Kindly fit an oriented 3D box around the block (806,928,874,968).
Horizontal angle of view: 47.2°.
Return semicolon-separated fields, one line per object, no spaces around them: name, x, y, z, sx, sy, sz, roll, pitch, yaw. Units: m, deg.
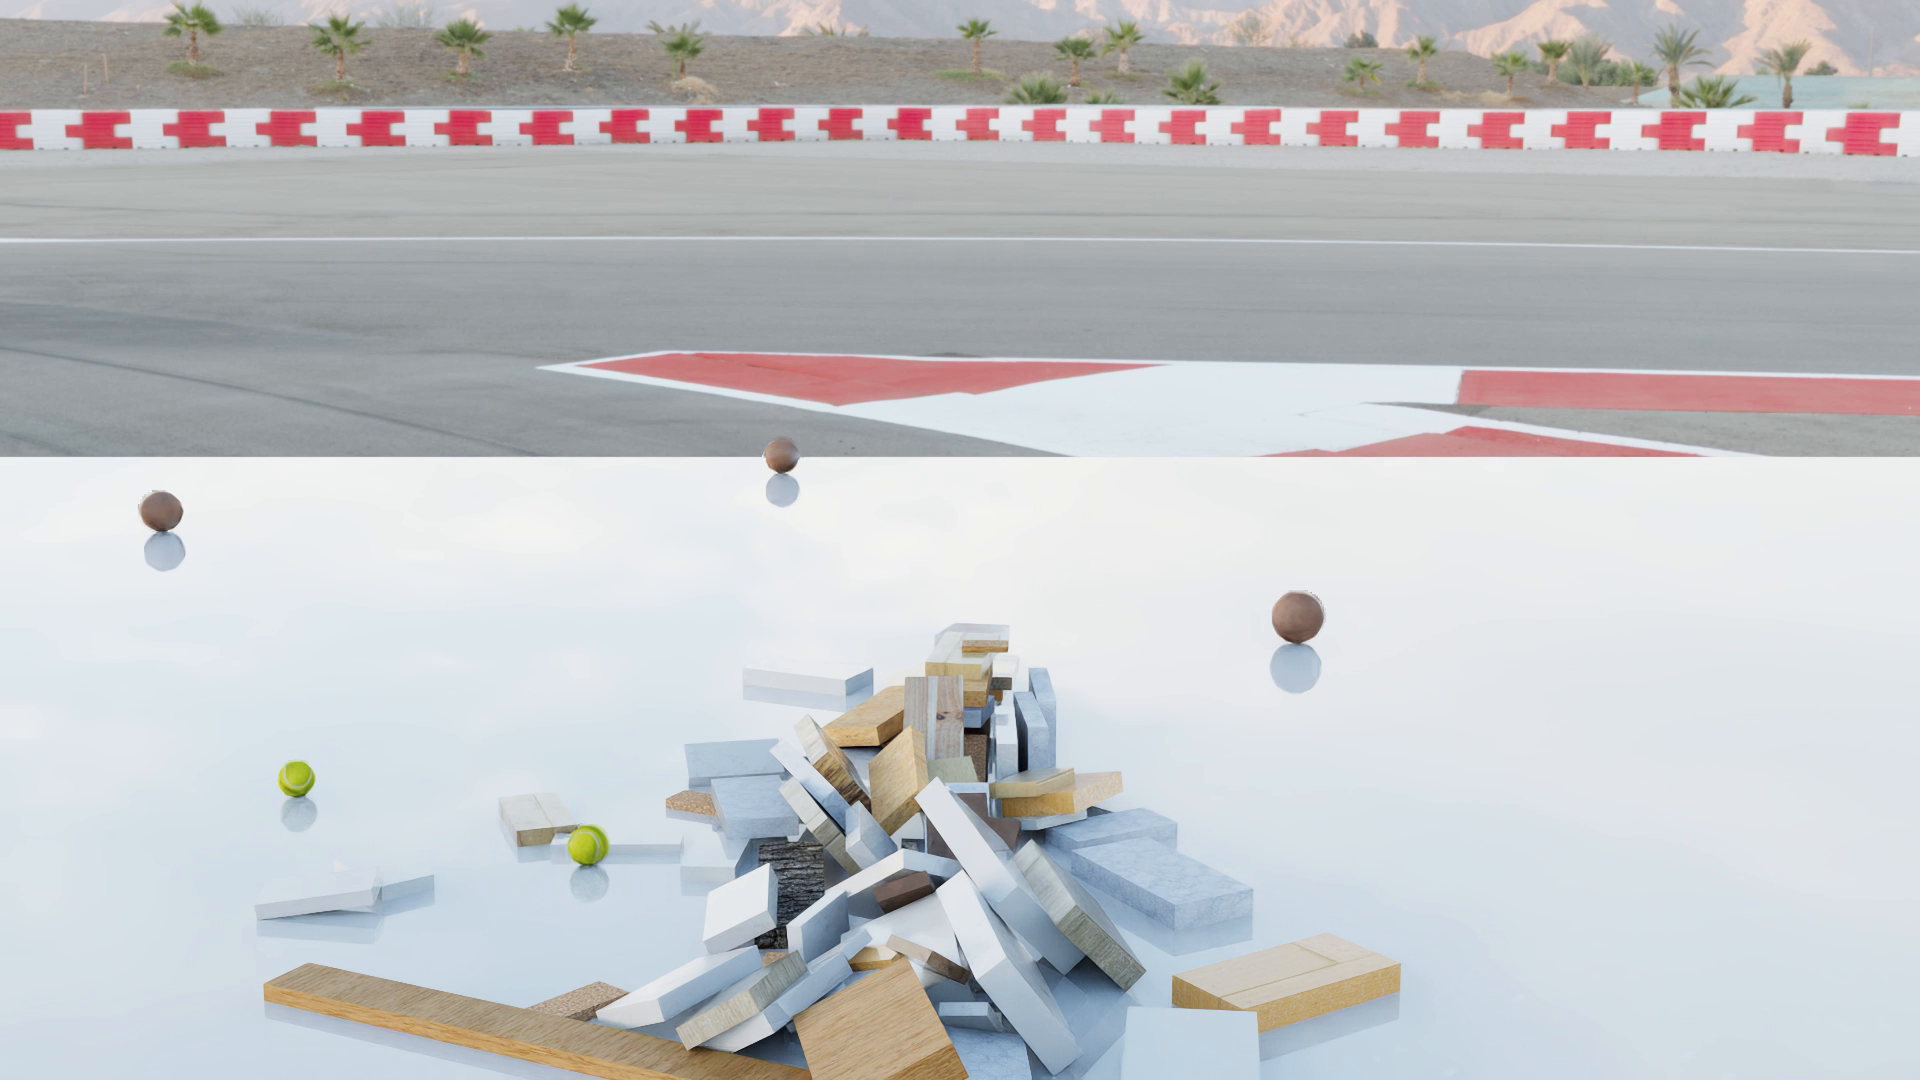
block;-0.194;0.619;3.226;0.136;0.019;0.068;-36;-2;34

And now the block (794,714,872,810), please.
block;-0.236;0.418;4.096;0.038;0.135;0.271;-41;15;-2

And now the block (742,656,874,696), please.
block;-0.350;0.312;5.063;0.270;0.038;0.135;5;12;25

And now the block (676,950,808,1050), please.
block;-0.302;0.640;3.073;0.118;0.033;0.236;-29;-3;12

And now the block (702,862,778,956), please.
block;-0.346;0.585;3.485;0.111;0.031;0.221;-26;11;1

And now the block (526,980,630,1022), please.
block;-0.550;0.673;3.172;0.068;0.019;0.136;9;14;40

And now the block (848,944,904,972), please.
block;-0.119;0.603;3.184;0.097;0.014;0.049;-15;15;40

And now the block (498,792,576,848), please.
block;-0.774;0.509;4.021;0.107;0.030;0.213;-4;11;-20

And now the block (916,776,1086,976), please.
block;0.060;0.519;3.435;0.051;0.179;0.374;-44;28;0

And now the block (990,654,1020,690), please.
block;0.072;0.290;4.837;0.102;0.029;0.204;1;11;6

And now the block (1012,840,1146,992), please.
block;0.180;0.572;3.379;0.044;0.154;0.309;-45;15;0

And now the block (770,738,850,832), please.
block;-0.251;0.456;3.981;0.036;0.128;0.256;-42;29;-8

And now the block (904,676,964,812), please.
block;-0.050;0.383;4.175;0.115;0.033;0.383;-2;32;1

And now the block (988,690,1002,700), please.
block;0.043;0.305;4.913;0.102;0.029;0.310;0;11;0

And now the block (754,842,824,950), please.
block;-0.279;0.581;3.630;0.111;0.031;0.431;-1;11;-4

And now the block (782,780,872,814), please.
block;-0.254;0.487;4.153;0.233;0.027;0.094;2;11;12

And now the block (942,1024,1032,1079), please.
block;0.008;0.723;2.743;0.175;0.050;0.464;8;10;-5

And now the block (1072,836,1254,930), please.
block;0.333;0.569;3.663;0.154;0.044;0.309;-6;12;-29

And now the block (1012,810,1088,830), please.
block;0.161;0.500;3.946;0.128;0.018;0.064;-6;0;-43

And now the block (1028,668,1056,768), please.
block;0.168;0.362;4.522;0.039;0.137;0.274;0;11;-2

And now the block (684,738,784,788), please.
block;-0.444;0.436;4.310;0.186;0.026;0.093;-2;40;-13

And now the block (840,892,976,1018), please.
block;-0.079;0.620;3.187;0.175;0.050;0.350;-25;11;0

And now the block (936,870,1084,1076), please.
block;0.065;0.605;3.111;0.051;0.179;0.357;-37;14;-1

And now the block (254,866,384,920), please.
block;-1.046;0.577;3.592;0.187;0.027;0.094;-7;16;-3

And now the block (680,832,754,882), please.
block;-0.421;0.549;3.817;0.093;0.026;0.186;1;11;4

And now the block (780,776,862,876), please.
block;-0.233;0.501;3.815;0.036;0.128;0.256;-42;19;-6

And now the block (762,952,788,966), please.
block;-0.280;0.647;3.322;0.049;0.014;0.097;2;11;10

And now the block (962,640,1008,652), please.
block;0.052;0.218;4.507;0.095;0.013;0.047;0;13;4

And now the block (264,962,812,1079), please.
block;-0.562;0.693;3.043;0.971;0.027;0.094;5;12;26

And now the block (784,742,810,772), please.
block;-0.372;0.437;4.408;0.240;0.030;0.107;-3;11;-15

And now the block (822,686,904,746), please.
block;-0.159;0.368;4.638;0.137;0.039;0.305;-5;11;28

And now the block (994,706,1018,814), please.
block;0.088;0.420;4.216;0.038;0.135;0.271;0;11;0

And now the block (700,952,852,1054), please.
block;-0.255;0.653;3.080;0.118;0.033;0.236;-30;-4;26

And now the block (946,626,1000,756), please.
block;0.016;0.327;4.981;0.135;0.038;1.025;0;11;2

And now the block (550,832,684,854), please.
block;-0.607;0.538;3.899;0.227;0.018;0.064;0;11;-1
